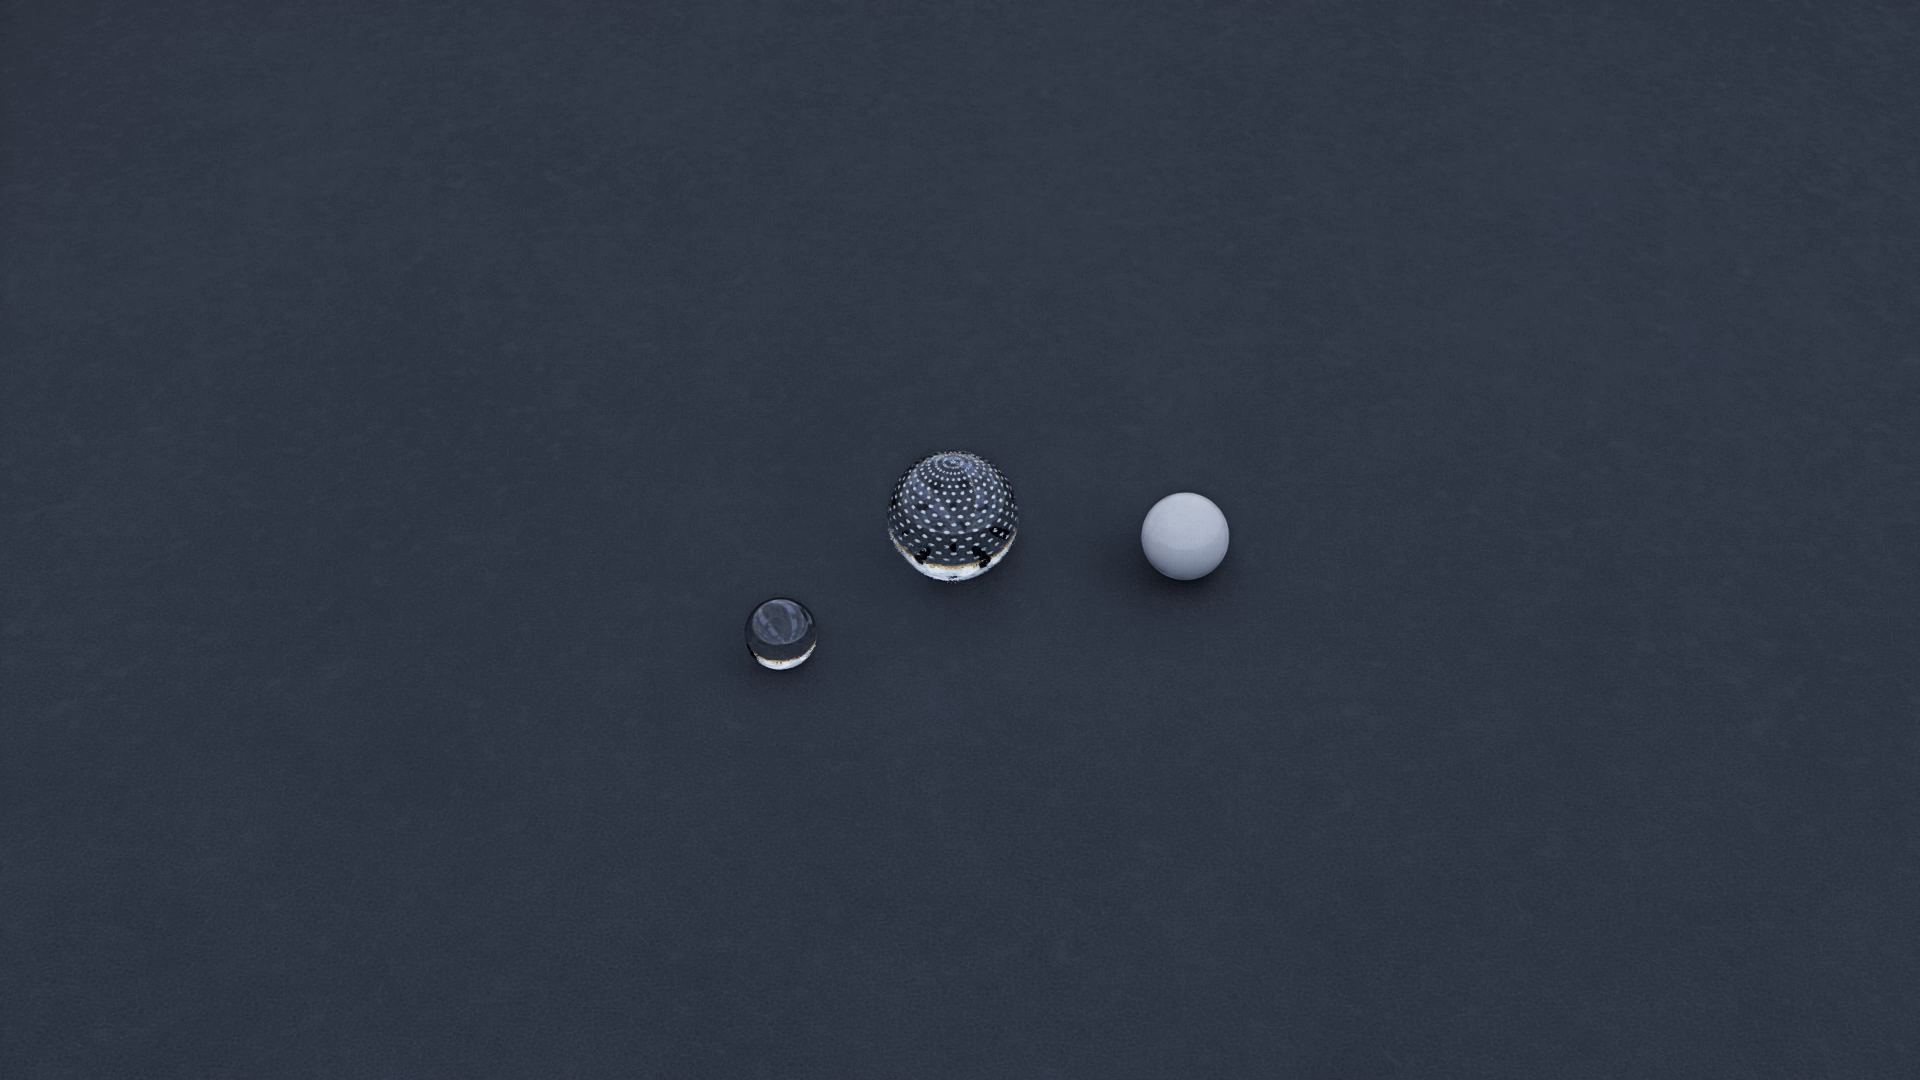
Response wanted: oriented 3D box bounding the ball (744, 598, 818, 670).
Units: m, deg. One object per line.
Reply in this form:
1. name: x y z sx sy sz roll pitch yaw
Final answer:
1. ball: -0.108 0.056 1.541 0.044 0.044 0.044 0 36 0

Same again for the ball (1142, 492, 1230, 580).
1. ball: 0.141 -0.002 1.610 0.055 0.055 0.055 0 36 0

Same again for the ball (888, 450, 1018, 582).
1. ball: -0.004 -0.015 1.605 0.082 0.082 0.082 0 36 0
